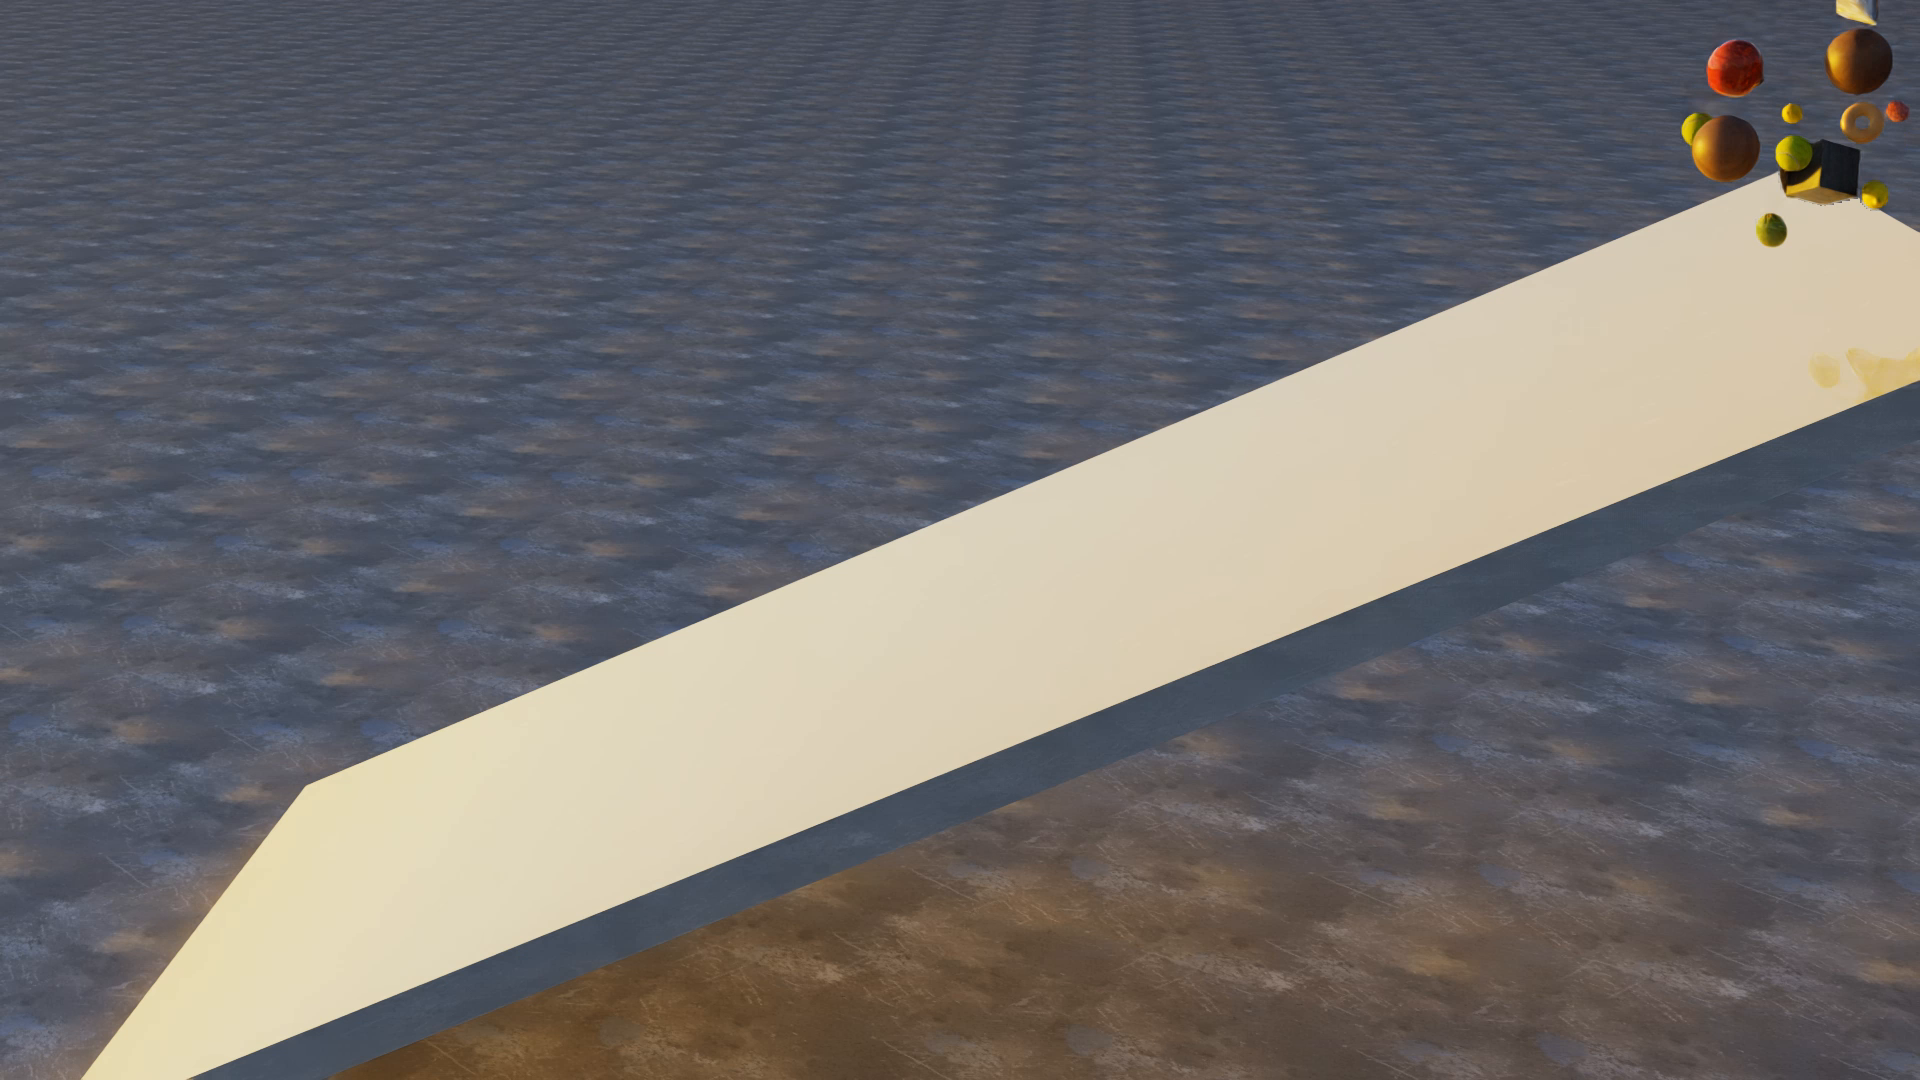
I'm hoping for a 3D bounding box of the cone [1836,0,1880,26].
[{"bbox_3d":[1.746,-1.016,5.661,0.090,0.090,0.090,-3,45,-13],"label":"cone"}]

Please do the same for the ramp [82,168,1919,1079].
[{"bbox_3d":[0.131,0.170,6.285,4.000,0.100,2.000,-23,13,8],"label":"ramp"}]

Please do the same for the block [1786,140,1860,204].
[{"bbox_3d":[1.679,-0.715,5.721,0.093,0.093,0.093,10,-9,-25],"label":"block"}]
